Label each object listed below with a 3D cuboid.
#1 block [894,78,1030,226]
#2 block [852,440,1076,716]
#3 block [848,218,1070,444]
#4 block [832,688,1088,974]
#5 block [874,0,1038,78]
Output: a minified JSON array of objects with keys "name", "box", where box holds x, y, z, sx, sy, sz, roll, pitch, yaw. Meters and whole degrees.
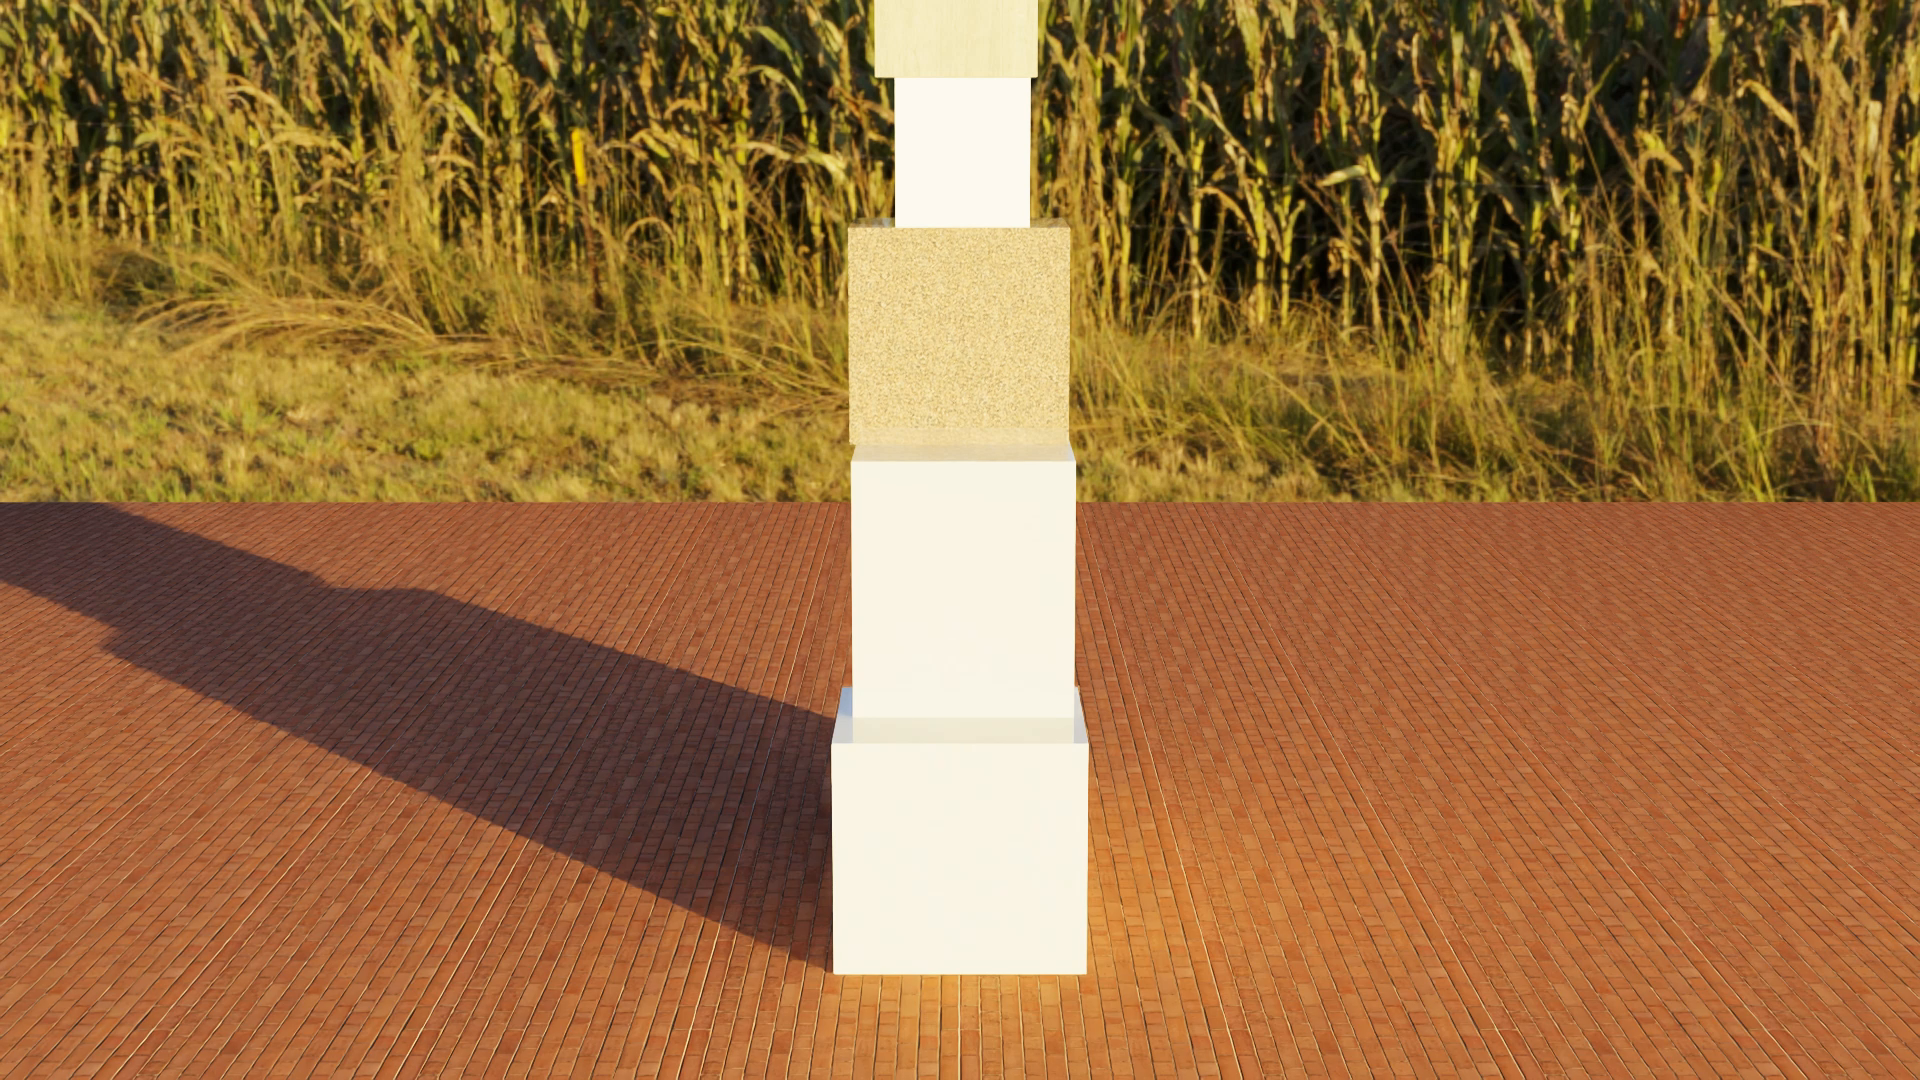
[{"name":"block","box":[0.011,-1.654,10.897,0.556,0.610,0.609,0,10,0]},{"name":"block","box":[0.014,0.114,10.785,0.893,1.040,1.022,0,10,0]},{"name":"block","box":[-0.004,-0.912,11.026,0.913,0.898,0.821,0,10,0]},{"name":"block","box":[0.000,1.170,10.508,0.998,0.938,0.929,0,10,0]},{"name":"block","box":[-0.016,-2.331,10.779,0.664,0.765,0.650,0,10,0]}]
